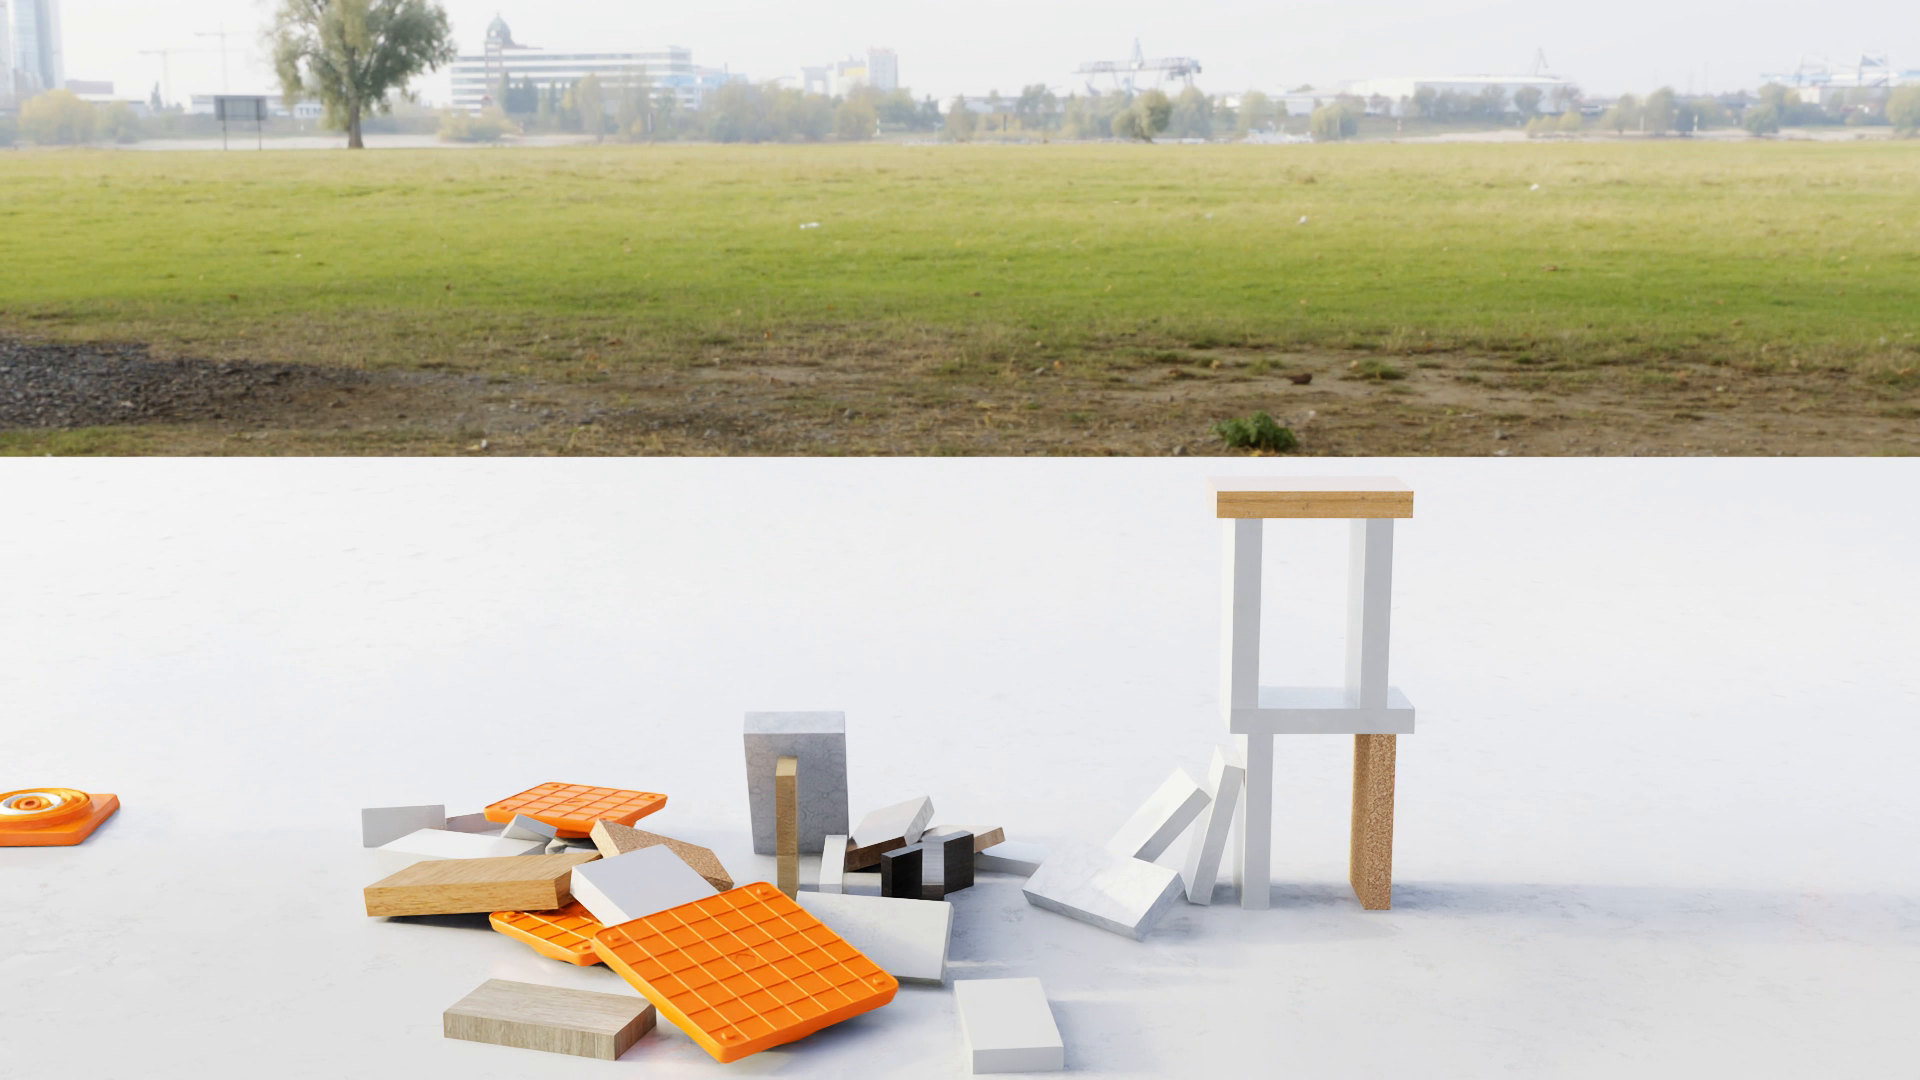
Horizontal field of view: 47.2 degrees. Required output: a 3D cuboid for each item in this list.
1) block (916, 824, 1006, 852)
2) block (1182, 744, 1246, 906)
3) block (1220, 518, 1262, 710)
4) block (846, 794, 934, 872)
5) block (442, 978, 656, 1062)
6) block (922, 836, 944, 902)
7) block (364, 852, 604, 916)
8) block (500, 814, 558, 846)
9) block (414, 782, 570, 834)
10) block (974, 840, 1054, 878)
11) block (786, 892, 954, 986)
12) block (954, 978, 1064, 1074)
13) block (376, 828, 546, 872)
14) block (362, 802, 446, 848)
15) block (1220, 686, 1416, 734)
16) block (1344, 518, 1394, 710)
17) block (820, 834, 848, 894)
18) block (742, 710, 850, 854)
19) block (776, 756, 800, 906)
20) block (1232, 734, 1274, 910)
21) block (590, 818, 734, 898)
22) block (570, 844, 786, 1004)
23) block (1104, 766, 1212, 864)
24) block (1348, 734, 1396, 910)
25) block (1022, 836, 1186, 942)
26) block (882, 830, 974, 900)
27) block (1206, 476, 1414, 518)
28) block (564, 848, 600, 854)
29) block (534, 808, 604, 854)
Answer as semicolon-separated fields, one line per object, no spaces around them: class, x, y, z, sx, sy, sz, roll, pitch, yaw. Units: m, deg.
block;-0.014;0.522;3.821;0.092;0.026;0.184;-15;4;-36
block;0.419;0.471;3.648;0.034;0.239;0.120;13;10;-2
block;0.456;0.105;3.576;0.044;0.311;0.155;0;11;0
block;-0.126;0.516;3.875;0.120;0.034;0.239;-18;7;12
block;-0.578;0.676;3.105;0.265;0.037;0.132;3;11;17
block;-0.042;0.564;3.486;0.034;0.119;0.238;0;11;-1
block;-0.765;0.556;3.554;0.350;0.047;0.167;-6;5;20
block;-0.745;0.509;3.783;0.072;0.020;0.144;23;-28;-13
block;-0.866;0.498;4.062;0.257;0.036;0.128;-6;12;-28
block;0.088;0.550;3.816;0.184;0.026;0.092;6;12;29
block;-0.135;0.599;3.308;0.238;0.119;0.034;2;-27;12
block;0.066;0.680;3.089;0.124;0.035;0.247;-1;11;-6
block;-0.851;0.539;3.753;0.256;0.036;0.128;2;10;25
block;-0.990;0.507;3.920;0.144;0.072;0.020;-2;11;-10
block;0.583;0.278;3.607;0.297;0.042;0.149;0;11;0
block;0.663;0.105;3.576;0.044;0.311;0.155;0;11;0
block;-0.200;0.562;3.492;0.034;0.119;0.238;0;11;-1
block;-0.277;0.419;3.770;0.167;0.334;0.047;0;46;-1
block;-0.285;0.481;3.642;0.032;0.223;0.112;0;11;-2
block;0.484;0.445;3.638;0.042;0.297;0.149;0;11;0
block;-0.490;0.525;3.620;0.223;0.032;0.112;22;11;-35
block;-0.435;0.581;3.363;0.167;0.047;0.334;-9;28;-41
block;0.311;0.491;3.662;0.034;0.239;0.120;43;1;-14
block;0.682;0.445;3.638;0.042;0.297;0.148;0;11;0
block;0.230;0.562;3.555;0.247;0.035;0.124;11;48;45
block;-0.053;0.547;3.648;0.184;0.092;0.026;-10;14;-42
block;0.560;-0.070;3.543;0.310;0.044;0.155;0;11;0
block;-0.558;0.559;3.686;0.223;0.032;0.112;6;11;-1
block;-0.661;0.532;3.882;0.128;0.036;0.257;-10;14;-42
